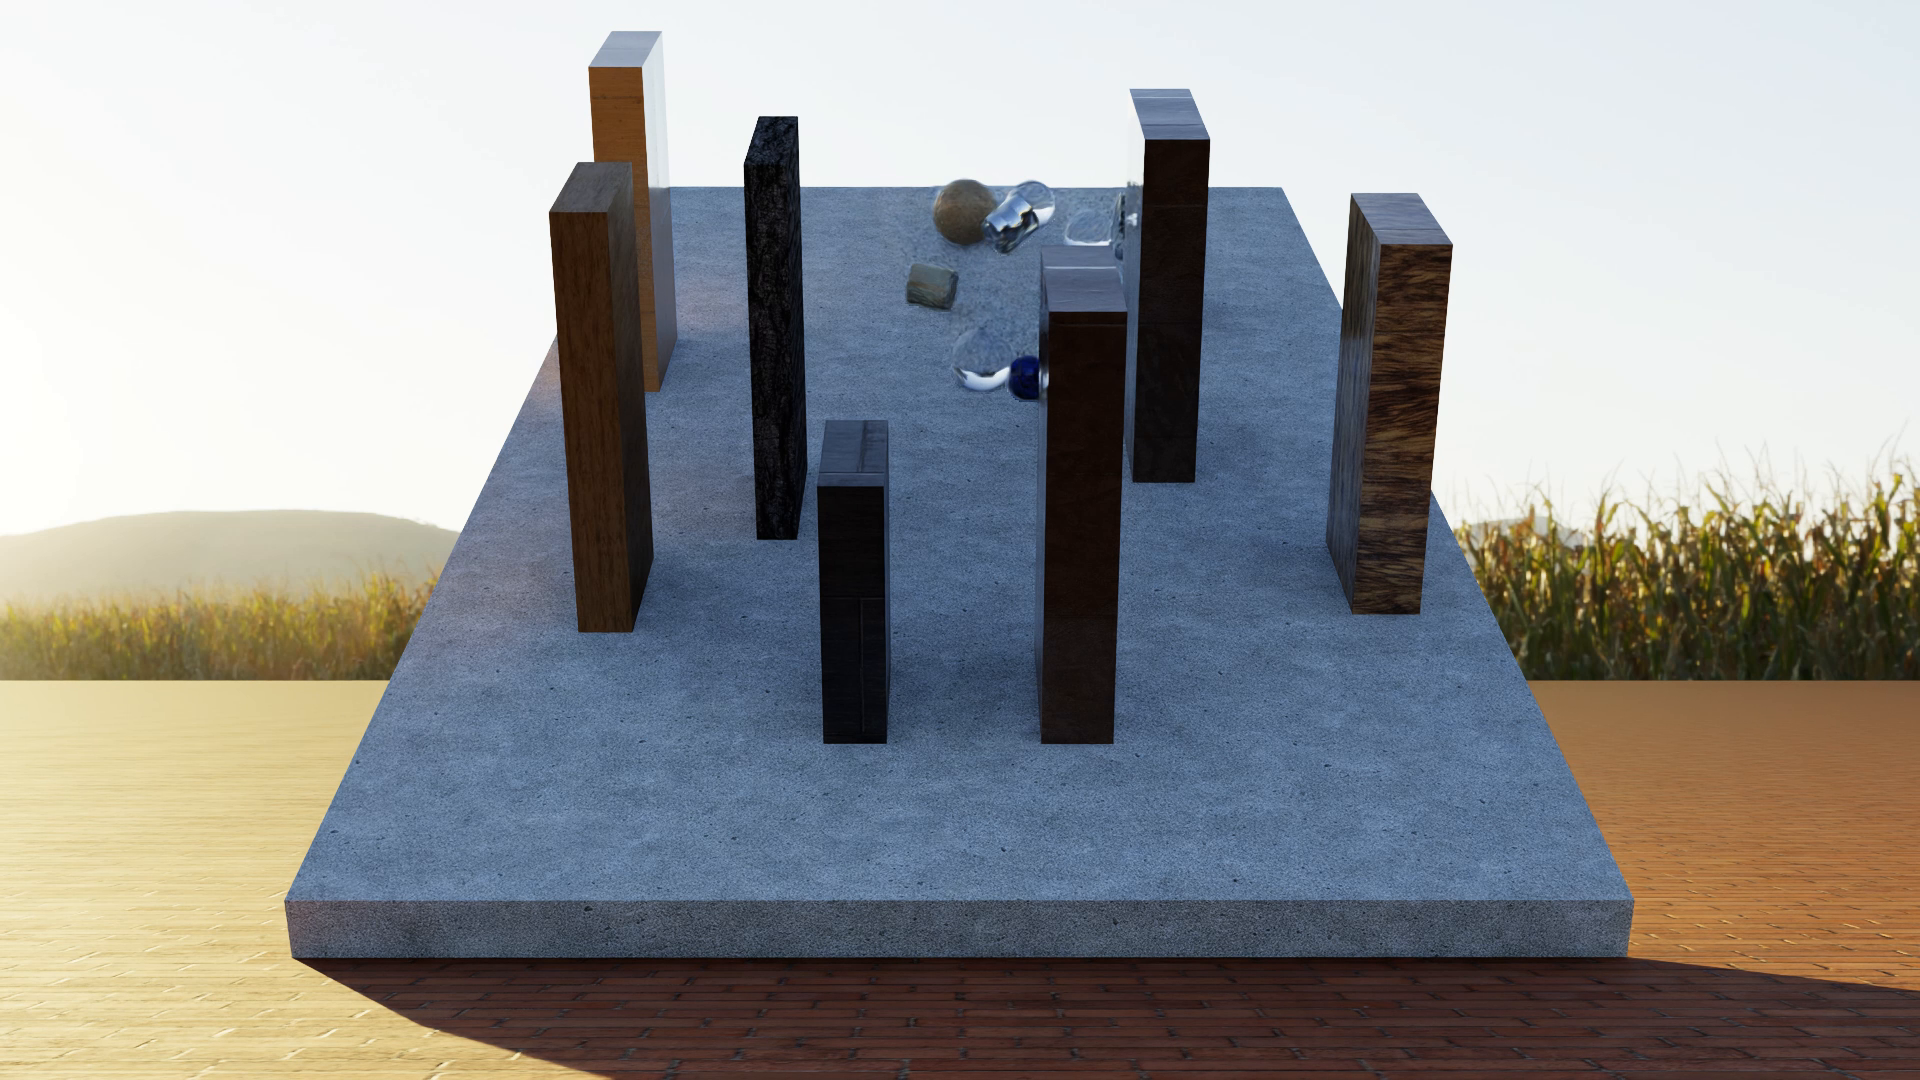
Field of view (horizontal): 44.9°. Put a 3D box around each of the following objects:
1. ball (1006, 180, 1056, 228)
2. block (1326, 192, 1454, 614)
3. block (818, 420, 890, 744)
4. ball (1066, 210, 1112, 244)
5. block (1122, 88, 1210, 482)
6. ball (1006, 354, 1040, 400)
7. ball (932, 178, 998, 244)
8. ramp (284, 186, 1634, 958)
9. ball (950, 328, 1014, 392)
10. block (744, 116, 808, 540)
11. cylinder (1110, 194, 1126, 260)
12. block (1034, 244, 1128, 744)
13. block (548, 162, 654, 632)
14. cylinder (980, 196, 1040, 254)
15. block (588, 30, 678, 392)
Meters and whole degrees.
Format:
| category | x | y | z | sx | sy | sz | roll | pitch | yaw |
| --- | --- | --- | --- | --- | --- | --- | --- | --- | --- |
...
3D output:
| category | x | y | z | sx | sy | sz | roll | pitch | yaw |
| --- | --- | --- | --- | --- | --- | --- | --- | --- | --- |
| ball | 0.203 | -0.961 | 6.653 | 0.142 | 0.142 | 0.142 | 0 | -3 | 0 |
| block | 0.796 | -0.256 | 4.348 | 0.126 | 0.715 | 0.337 | 0 | 24 | 0 |
| block | -0.175 | 0.068 | 3.919 | 0.106 | 0.465 | 0.295 | 0 | 24 | 0 |
| ball | 0.357 | -0.838 | 6.382 | 0.137 | 0.137 | 0.137 | 0 | -3 | 0 |
| block | 0.432 | -0.551 | 4.984 | 0.132 | 0.740 | 0.449 | 0 | 24 | 0 |
| ball | 0.161 | -0.375 | 5.371 | 0.105 | 0.105 | 0.105 | 0 | -3 | 0 |
| ball | 0.016 | -0.920 | 6.505 | 0.185 | 0.185 | 0.185 | 0 | -3 | 0 |
| ramp | -0.008 | -0.228 | 5.290 | 2.000 | 0.100 | 4.000 | 0 | 24 | 0 |
| ball | 0.050 | -0.420 | 5.419 | 0.148 | 0.148 | 0.148 | 0 | -3 | 0 |
| block | -0.367 | -0.428 | 4.670 | 0.080 | 0.766 | 0.384 | 0 | 24 | 0 |
| cylinder | 0.495 | -0.815 | 6.131 | 0.172 | 0.172 | 0.172 | 8 | -4 | -4 |
| block | 0.196 | -0.077 | 3.889 | 0.120 | 0.756 | 0.357 | 0 | 24 | 0 |
| block | -0.650 | -0.261 | 4.255 | 0.099 | 0.793 | 0.337 | 0 | 24 | 0 |
| cylinder | 0.138 | -0.870 | 6.406 | 0.115 | 0.115 | 0.115 | -41 | 9 | -15 |
| block | -0.762 | -0.774 | 5.456 | 0.120 | 0.762 | 0.391 | 0 | 24 | 0 |
